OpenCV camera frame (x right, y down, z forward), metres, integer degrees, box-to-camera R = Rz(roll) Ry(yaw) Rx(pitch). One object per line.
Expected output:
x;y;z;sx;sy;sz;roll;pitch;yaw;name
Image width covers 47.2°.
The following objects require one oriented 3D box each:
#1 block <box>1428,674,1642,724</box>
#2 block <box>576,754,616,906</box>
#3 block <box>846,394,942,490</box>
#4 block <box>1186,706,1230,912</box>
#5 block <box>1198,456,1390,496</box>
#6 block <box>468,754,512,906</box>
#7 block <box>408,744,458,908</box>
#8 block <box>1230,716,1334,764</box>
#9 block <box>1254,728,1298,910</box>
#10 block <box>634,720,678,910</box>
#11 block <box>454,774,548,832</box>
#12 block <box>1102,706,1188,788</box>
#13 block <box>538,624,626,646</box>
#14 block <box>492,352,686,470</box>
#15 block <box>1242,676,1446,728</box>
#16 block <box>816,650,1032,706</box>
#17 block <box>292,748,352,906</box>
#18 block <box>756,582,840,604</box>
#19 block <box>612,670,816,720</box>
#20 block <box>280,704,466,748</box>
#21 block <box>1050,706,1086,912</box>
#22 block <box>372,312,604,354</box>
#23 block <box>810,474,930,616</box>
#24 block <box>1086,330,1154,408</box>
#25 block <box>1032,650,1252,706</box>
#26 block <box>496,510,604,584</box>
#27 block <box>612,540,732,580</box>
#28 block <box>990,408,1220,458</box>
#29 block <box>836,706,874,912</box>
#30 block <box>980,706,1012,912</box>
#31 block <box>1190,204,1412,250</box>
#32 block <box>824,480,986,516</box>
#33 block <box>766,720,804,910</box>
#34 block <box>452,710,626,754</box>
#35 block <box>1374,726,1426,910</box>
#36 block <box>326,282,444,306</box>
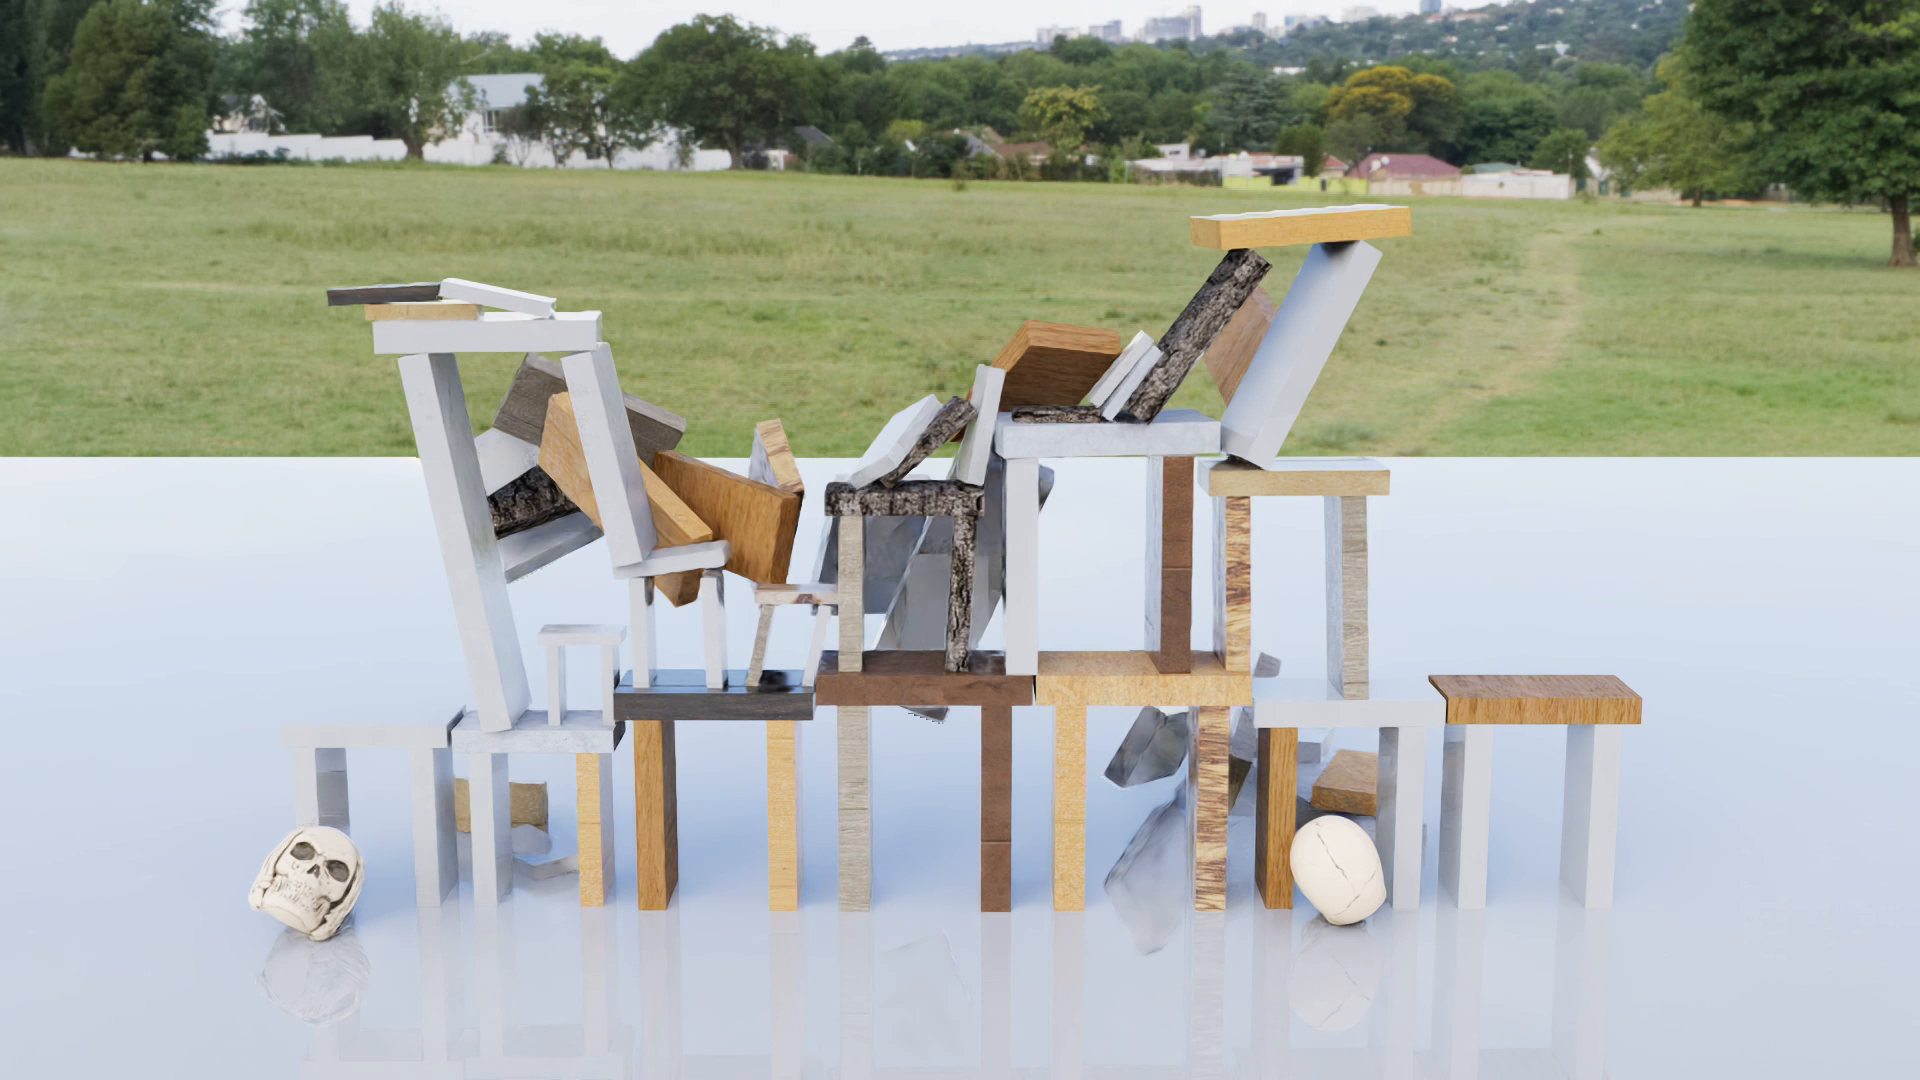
0.941;0.261;3.613;0.311;0.044;0.156;0;11;0;block
-0.604;0.461;3.647;0.037;0.261;0.130;0;11;0;block
-0.105;-0.159;3.546;0.095;0.027;0.189;-27;19;38;block
0.409;0.420;3.639;0.049;0.346;0.173;0;11;0;block
0.535;-0.103;3.548;0.287;0.041;0.144;0;11;-1;block
-0.778;0.461;3.647;0.037;0.261;0.131;0;11;0;block
-0.872;0.457;3.647;0.038;0.270;0.135;0;11;0;block
0.589;0.394;4.388;0.291;0.041;0.145;4;11;19;block
0.523;0.438;3.643;0.044;0.308;0.154;0;11;0;block
-0.502;0.433;3.638;0.045;0.320;0.160;0;11;0;block
-0.844;0.481;3.982;0.198;0.099;0.028;3;8;13;block
0.376;0.373;4.108;0.045;0.158;0.317;34;12;20;block
-0.617;0.155;3.593;0.134;0.019;0.067;0;11;0;block
-0.658;-0.208;3.906;0.303;0.152;0.043;24;33;-19;block
0.626;0.266;3.611;0.308;0.044;0.154;0;11;-1;block
-0.057;0.225;3.600;0.346;0.049;0.173;0;11;0;block
-1.058;0.456;3.652;0.038;0.270;0.135;1;11;5;block
-0.261;0.087;3.568;0.136;0.019;0.068;0;12;0;block
-0.396;0.253;3.604;0.320;0.045;0.160;0;11;0;block
-0.963;0.305;3.620;0.270;0.038;0.135;0;11;1;block
0.179;0.420;3.639;0.049;0.346;0.173;0;11;0;block
-0.748;-0.332;3.511;0.341;0.048;0.171;-1;11;-5;block
-0.163;0.011;3.929;0.167;0.333;0.047;0;49;-15;block
0.256;-0.274;3.529;0.020;0.138;0.069;39;8;-7;block
0.294;0.226;3.604;0.346;0.049;0.173;0;11;0;block
-0.812;-0.014;4.124;0.288;0.041;0.144;-27;59;-5;block
-0.466;0.032;3.564;0.180;0.025;0.090;-8;10;2;block
0.226;-0.174;3.554;0.351;0.050;0.175;-2;11;-10;block
-0.172;0.420;3.636;0.049;0.346;0.173;0;11;0;block
0.059;0.420;3.635;0.049;0.347;0.173;0;11;0;block
0.540;-0.500;3.505;0.313;0.044;0.157;-6;12;-11;block
-0.088;-0.068;3.545;0.255;0.036;0.127;0;11;0;block
-0.288;0.433;3.638;0.045;0.320;0.160;0;11;0;block
-0.691;0.315;3.620;0.261;0.037;0.130;0;11;0;block
0.728;0.438;3.644;0.044;0.308;0.154;0;11;0;block
-0.912;-0.392;3.495;0.173;0.024;0.086;-4;11;-10;block
